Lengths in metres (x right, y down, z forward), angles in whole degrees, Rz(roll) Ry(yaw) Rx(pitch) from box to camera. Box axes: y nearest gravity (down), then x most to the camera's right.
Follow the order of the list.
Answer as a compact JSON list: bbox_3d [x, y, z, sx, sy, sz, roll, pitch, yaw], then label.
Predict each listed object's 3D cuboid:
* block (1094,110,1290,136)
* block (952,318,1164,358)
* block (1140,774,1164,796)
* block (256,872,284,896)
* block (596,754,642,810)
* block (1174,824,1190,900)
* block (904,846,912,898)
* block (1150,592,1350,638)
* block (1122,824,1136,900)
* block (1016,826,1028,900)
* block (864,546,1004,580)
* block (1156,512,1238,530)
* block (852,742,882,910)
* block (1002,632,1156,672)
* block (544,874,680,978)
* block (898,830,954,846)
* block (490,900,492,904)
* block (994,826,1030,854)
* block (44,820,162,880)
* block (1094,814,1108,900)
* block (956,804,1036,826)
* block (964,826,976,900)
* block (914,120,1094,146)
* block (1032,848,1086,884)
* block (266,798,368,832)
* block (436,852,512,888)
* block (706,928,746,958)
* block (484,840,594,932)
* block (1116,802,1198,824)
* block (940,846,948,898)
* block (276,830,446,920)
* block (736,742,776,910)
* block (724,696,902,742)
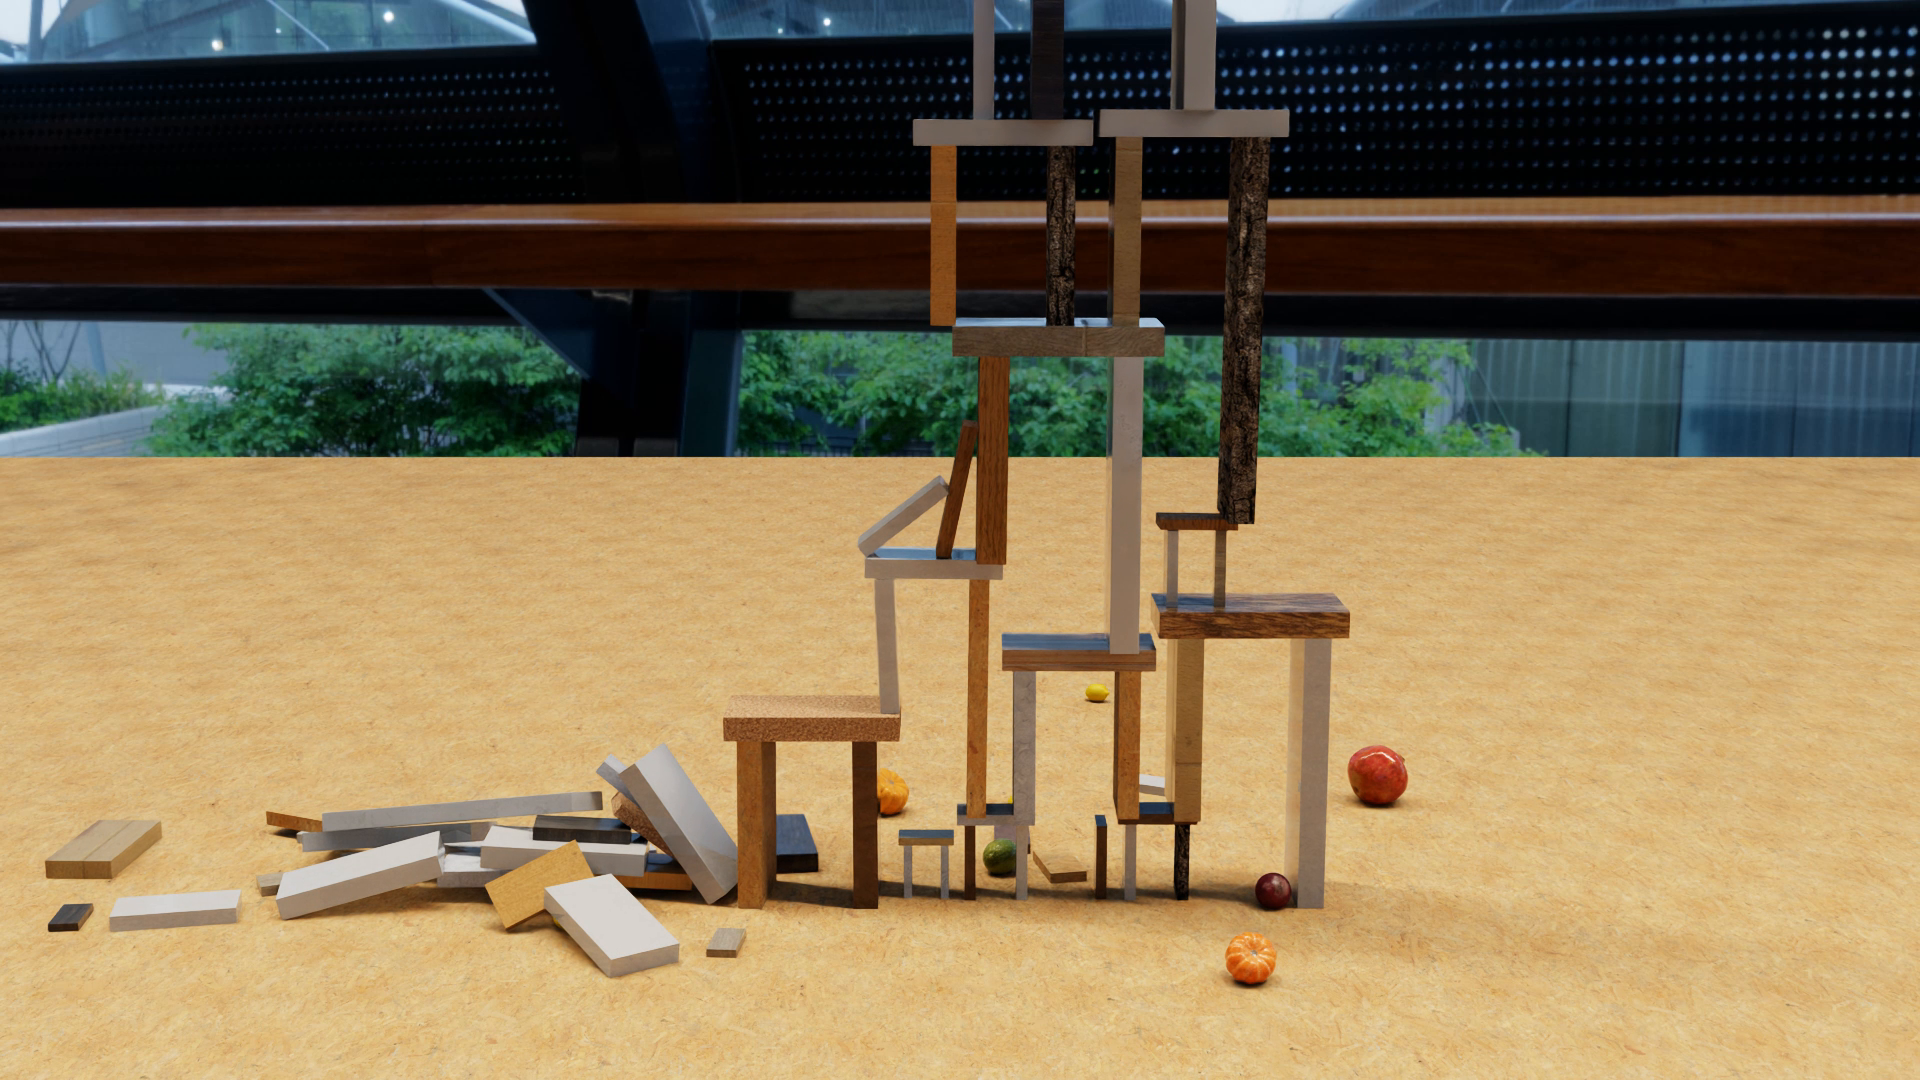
[{"bbox_3d":[0.358,-0.651,3.437,0.290,0.041,0.145,0,11,-1],"label":"block"},{"bbox_3d":[0.153,-0.323,3.494,0.329,0.047,0.165,0,11,0],"label":"block"},{"bbox_3d":[0.382,0.474,4.243,0.124,0.018,0.062,6,12,28],"label":"block"},{"bbox_3d":[-1.117,0.575,3.704,0.123,0.017,0.062,-5,12,-25],"label":"block"},{"bbox_3d":[-0.540,0.431,3.731,0.168,0.024,0.084,40,1,-3],"label":"block"},{"bbox_3d":[0.369,0.526,3.657,0.018,0.131,0.065,0,11,0],"label":"block"},{"bbox_3d":[-0.086,0.545,3.659,0.013,0.092,0.046,0,11,0],"label":"block"},{"bbox_3d":[0.470,0.123,3.585,0.304,0.043,0.152,0,11,0],"label":"block"},{"bbox_3d":[0.281,0.526,3.656,0.018,0.130,0.065,0,11,0],"label":"block"},{"bbox_3d":[0.102,0.527,3.657,0.018,0.129,0.064,0,11,0],"label":"block"},{"bbox_3d":[-0.042,0.037,3.570,0.221,0.031,0.111,1,11,0],"label":"block"},{"bbox_3d":[0.382,-0.030,3.552,0.125,0.018,0.063,1,11,-2],"label":"block"},{"bbox_3d":[-0.154,0.451,3.640,0.040,0.283,0.142,0,11,0],"label":"block"},{"bbox_3d":[0.192,0.183,3.594,0.248,0.035,0.124,0,11,0],"label":"block"},{"bbox_3d":[-0.543,0.597,3.415,0.116,0.033,0.232,-7,25,-35],"label":"block"},{"bbox_3d":[-0.056,0.494,3.649,0.092,0.013,0.046,0,11,0],"label":"block"},{"bbox_3d":[-0.677,0.577,3.666,0.194,0.027,0.097,0,11,0],"label":"block"},{"bbox_3d":[0.093,0.532,3.931,0.063,0.018,0.126,0,11,0],"label":"block"},{"bbox_3d":[-1.496,0.540,3.849,0.113,0.032,0.226,0,11,1],"label":"block"},{"bbox_3d":[0.234,0.527,3.662,0.018,0.126,0.063,0,11,0],"label":"block"},{"bbox_3d":[0.059,0.455,3.644,0.129,0.018,0.064,0,11,0],"label":"block"},{"bbox_3d":[0.017,0.527,3.657,0.018,0.129,0.064,0,11,0],"label":"block"},{"bbox_3d":[0.066,-0.638,3.441,0.276,0.039,0.138,0,11,0],"label":"block"},{"bbox_3d":[0.171,0.560,3.783,0.063,0.018,0.126,-2,11,-12],"label":"block"},{"bbox_3d":[-1.153,0.502,3.976,0.181,0.026,0.090,5,12,26],"label":"block"},{"bbox_3d":[-0.764,0.549,3.665,0.193,0.027,0.097,0,11,-1],"label":"block"},{"bbox_3d":[-0.364,0.628,3.429,0.046,0.013,0.093,1,11,4],"label":"block"},{"bbox_3d":[-0.670,0.552,3.519,0.158,0.079,0.022,-26,-18,-16],"label":"block"},{"bbox_3d":[0.325,0.453,3.643,0.131,0.018,0.065,0,11,0],"label":"block"},{"bbox_3d":[-0.025,0.545,3.659,0.013,0.092,0.046,0,11,0],"label":"block"},{"bbox_3d":[-0.984,0.551,3.622,0.262,0.037,0.131,-15,13,-9],"label":"block"},{"bbox_3d":[-0.336,0.451,3.641,0.040,0.283,0.142,1,11,5],"label":"block"},{"bbox_3d":[-0.240,0.292,3.609,0.284,0.040,0.142,0,10,0],"label":"block"}]
